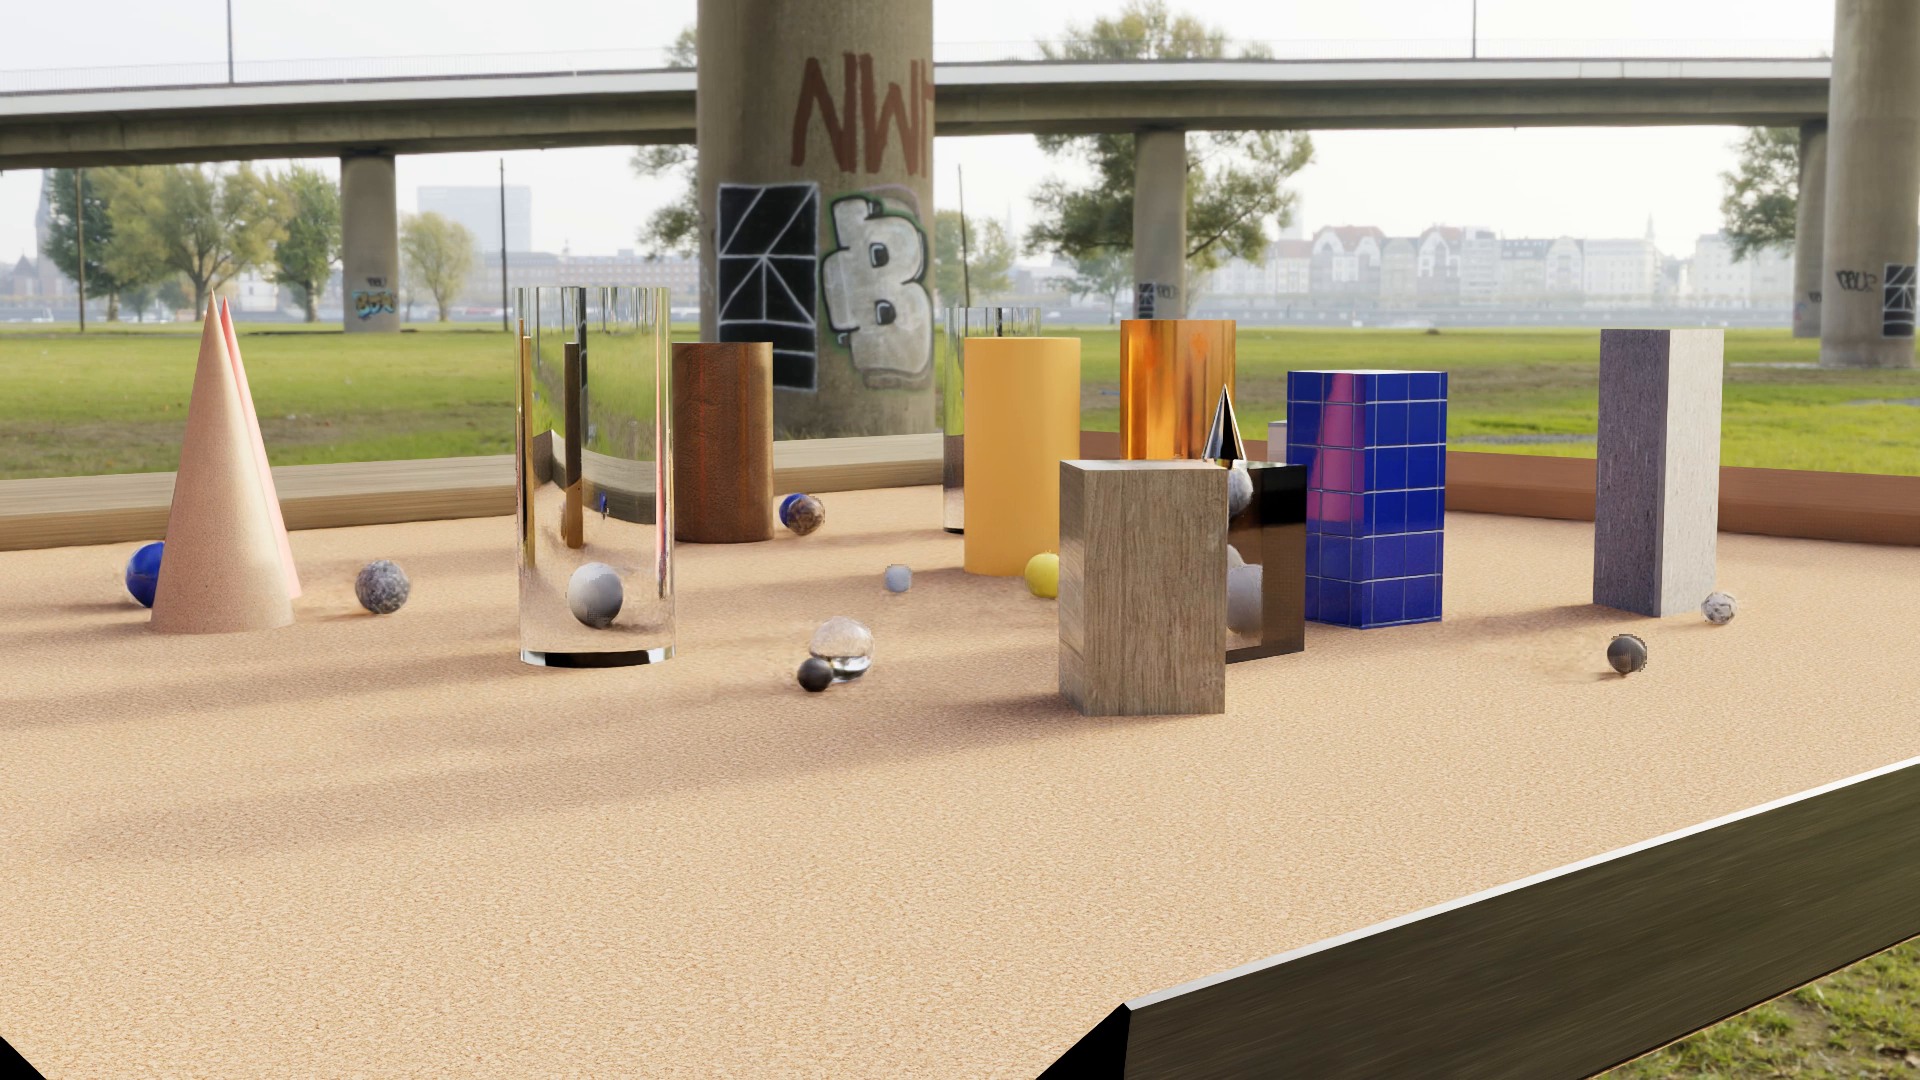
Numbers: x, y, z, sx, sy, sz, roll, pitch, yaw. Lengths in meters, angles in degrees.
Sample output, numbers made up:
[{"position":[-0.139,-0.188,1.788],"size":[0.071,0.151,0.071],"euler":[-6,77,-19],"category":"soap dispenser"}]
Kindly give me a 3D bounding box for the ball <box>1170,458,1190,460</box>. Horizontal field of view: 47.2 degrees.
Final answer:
[{"position":[0.341,-0.084,3.412],"size":[0.089,0.089,0.089],"euler":[0,6,0],"category":"ball"}]

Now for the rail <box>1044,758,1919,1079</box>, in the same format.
[{"position":[1.185,0.167,2.055],"size":[3.840,0.130,0.045],"euler":[-5,8,-42],"category":"rail"}]

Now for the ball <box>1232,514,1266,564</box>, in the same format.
[{"position":[0.517,-0.001,3.885],"size":[0.087,0.087,0.087],"euler":[0,6,0],"category":"ball"}]

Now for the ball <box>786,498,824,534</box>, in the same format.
[{"position":[-0.310,-0.048,4.393],"size":[0.075,0.075,0.075],"euler":[0,6,0],"category":"ball"}]

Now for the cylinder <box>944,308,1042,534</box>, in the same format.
[{"position":[0.065,-0.244,4.457],"size":[0.200,0.451,0.200],"euler":[0,6,0],"category":"cylinder"}]

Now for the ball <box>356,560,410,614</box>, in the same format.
[{"position":[-0.850,0.070,3.241],"size":[0.079,0.079,0.079],"euler":[0,6,0],"category":"ball"}]

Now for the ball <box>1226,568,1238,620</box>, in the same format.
[{"position":[0.339,0.076,3.080],"size":[0.100,0.100,0.100],"euler":[0,6,0],"category":"ball"}]

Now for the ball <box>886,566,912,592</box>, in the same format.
[{"position":[-0.098,0.062,3.492],"size":[0.042,0.042,0.042],"euler":[0,6,0],"category":"ball"}]

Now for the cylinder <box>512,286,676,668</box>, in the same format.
[{"position":[-0.469,-0.086,2.826],"size":[0.200,0.475,0.200],"euler":[0,6,0],"category":"cylinder"}]

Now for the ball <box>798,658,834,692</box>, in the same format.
[{"position":[-0.169,0.158,2.574],"size":[0.042,0.042,0.042],"euler":[0,6,0],"category":"ball"}]

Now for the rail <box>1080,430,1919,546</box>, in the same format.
[{"position":[1.394,-0.099,4.611],"size":[0.045,0.130,3.542],"euler":[-5,8,-42],"category":"rail"}]

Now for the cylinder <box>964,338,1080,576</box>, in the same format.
[{"position":[0.106,-0.147,3.779],"size":[0.200,0.399,0.200],"euler":[0,6,0],"category":"cylinder"}]

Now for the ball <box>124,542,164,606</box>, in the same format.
[{"position":[-1.203,0.052,3.307],"size":[0.100,0.100,0.100],"euler":[0,6,0],"category":"ball"}]

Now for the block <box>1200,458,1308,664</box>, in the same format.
[{"position":[0.339,0.024,2.878],"size":[0.160,0.246,0.160],"euler":[-6,8,-43],"category":"block"}]

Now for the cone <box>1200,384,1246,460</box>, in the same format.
[{"position":[0.415,-0.082,3.470],"size":[0.200,0.334,0.200],"euler":[0,6,0],"category":"cone"}]

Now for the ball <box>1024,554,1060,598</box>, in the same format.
[{"position":[0.135,0.056,3.417],"size":[0.071,0.071,0.071],"euler":[0,6,0],"category":"ball"}]

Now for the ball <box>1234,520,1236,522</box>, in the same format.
[{"position":[0.469,-0.007,3.976],"size":[0.079,0.079,0.079],"euler":[0,6,0],"category":"ball"}]

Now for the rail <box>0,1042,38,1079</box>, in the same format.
[{"position":[-1.394,0.167,2.053],"size":[0.045,0.130,3.542],"euler":[-5,8,-42],"category":"rail"}]

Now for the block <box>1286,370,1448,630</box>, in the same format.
[{"position":[0.584,-0.063,3.173],"size":[0.160,0.358,0.160],"euler":[-4,7,-34],"category":"block"}]

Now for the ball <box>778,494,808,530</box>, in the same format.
[{"position":[-0.331,-0.057,4.474],"size":[0.075,0.075,0.075],"euler":[0,6,0],"category":"ball"}]

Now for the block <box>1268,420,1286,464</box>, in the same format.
[{"position":[0.639,-0.081,3.843],"size":[0.160,0.253,0.160],"euler":[3,7,27],"category":"block"}]

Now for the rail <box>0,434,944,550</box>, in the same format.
[{"position":[-1.185,-0.099,4.609],"size":[3.840,0.130,0.045],"euler":[-5,8,-42],"category":"rail"}]

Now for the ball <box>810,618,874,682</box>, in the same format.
[{"position":[-0.142,0.133,2.643],"size":[0.077,0.077,0.077],"euler":[0,6,0],"category":"ball"}]

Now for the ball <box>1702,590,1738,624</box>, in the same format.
[{"position":[1.084,0.096,3.136],"size":[0.048,0.048,0.048],"euler":[0,6,0],"category":"ball"}]

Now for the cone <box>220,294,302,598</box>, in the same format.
[{"position":[-1.134,-0.145,3.416],"size":[0.200,0.470,0.200],"euler":[0,6,0],"category":"cone"}]

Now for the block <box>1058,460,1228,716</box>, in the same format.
[{"position":[0.205,0.050,2.496],"size":[0.160,0.272,0.160],"euler":[-1,6,-7],"category":"block"}]

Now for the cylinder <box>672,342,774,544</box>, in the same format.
[{"position":[-0.465,-0.194,4.302],"size":[0.200,0.384,0.200],"euler":[0,6,0],"category":"cylinder"}]

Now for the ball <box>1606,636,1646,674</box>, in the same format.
[{"position":[0.821,0.142,2.711],"size":[0.046,0.046,0.046],"euler":[0,6,0],"category":"ball"}]

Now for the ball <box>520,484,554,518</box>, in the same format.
[{"position":[-0.913,-0.084,4.748],"size":[0.073,0.073,0.073],"euler":[0,6,0],"category":"ball"}]

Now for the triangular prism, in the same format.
[{"position":[1.024,-0.106,3.295],"size":[0.150,0.418,0.173],"euler":[6,8,45],"category":"triangular prism"}]

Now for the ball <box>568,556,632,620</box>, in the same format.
[{"position":[-0.521,0.070,3.177],"size":[0.091,0.091,0.091],"euler":[0,6,0],"category":"ball"}]

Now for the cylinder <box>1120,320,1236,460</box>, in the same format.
[{"position":[0.378,-0.168,3.835],"size":[0.200,0.430,0.200],"euler":[0,6,0],"category":"cylinder"}]

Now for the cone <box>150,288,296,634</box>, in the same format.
[{"position":[-1.054,-0.120,3.121],"size":[0.200,0.481,0.200],"euler":[0,6,0],"category":"cone"}]

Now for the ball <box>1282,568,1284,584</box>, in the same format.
[{"position":[0.537,0.056,3.491],"size":[0.055,0.055,0.055],"euler":[0,6,0],"category":"ball"}]
